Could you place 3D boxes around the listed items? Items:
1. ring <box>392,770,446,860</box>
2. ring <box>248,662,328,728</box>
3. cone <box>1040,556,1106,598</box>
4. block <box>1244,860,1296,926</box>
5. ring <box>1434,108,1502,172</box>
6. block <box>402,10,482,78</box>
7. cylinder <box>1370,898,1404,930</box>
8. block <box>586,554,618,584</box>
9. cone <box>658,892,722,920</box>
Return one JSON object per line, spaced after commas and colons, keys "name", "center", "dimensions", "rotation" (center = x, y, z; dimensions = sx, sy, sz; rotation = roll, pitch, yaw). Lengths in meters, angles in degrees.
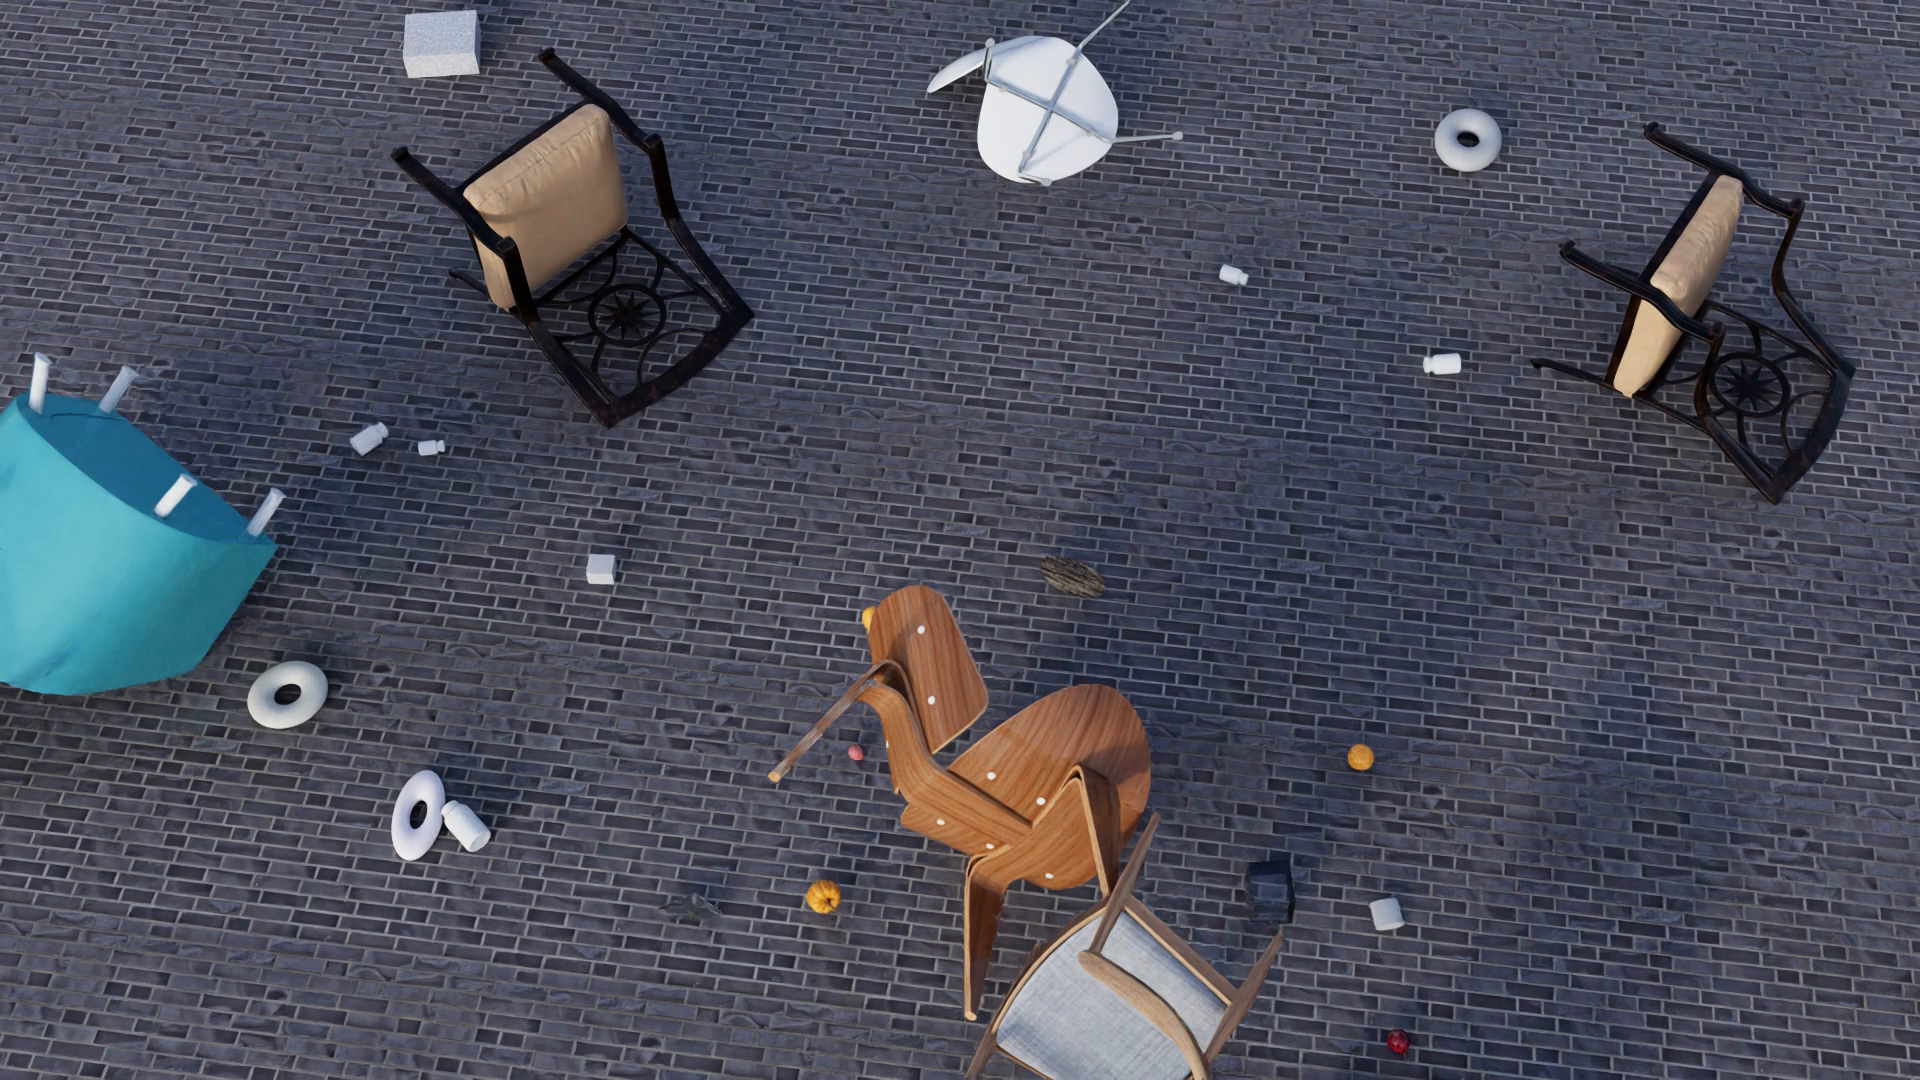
{"name": "ring", "center": [-1.486, 0.754, 6.036], "dimensions": [0.138, 0.054, 0.274], "rotation": [3, 56, 1]}
{"name": "ring", "center": [-1.911, 0.439, 6.252], "dimensions": [0.230, 0.046, 0.211], "rotation": [-28, 61, -16]}
{"name": "cone", "center": [0.341, 0.084, 6.485], "dimensions": [0.208, 0.115, 0.111], "rotation": [24, 29, 0]}
{"name": "block", "center": [0.825, 0.942, 5.863], "dimensions": [0.108, 0.131, 0.125], "rotation": [-2, 56, -2]}
{"name": "ring", "center": [1.719, -1.354, 7.441], "dimensions": [0.225, 0.070, 0.279], "rotation": [13, 56, 9]}
{"name": "block", "center": [-1.806, -1.732, 7.677], "dimensions": [0.244, 0.098, 0.212], "rotation": [-4, 56, -3]}
{"name": "cylinder", "center": [1.141, 1.001, 5.878], "dimensions": [0.076, 0.039, 0.071], "rotation": [-10, 56, 2]}
{"name": "block", "center": [-1.056, 0.086, 6.482], "dimensions": [0.075, 0.056, 0.068], "rotation": [2, 56, 2]}
{"name": "cone", "center": [-0.717, 0.973, 5.904], "dimensions": [0.173, 0.060, 0.075], "rotation": [4, 34, 2]}
